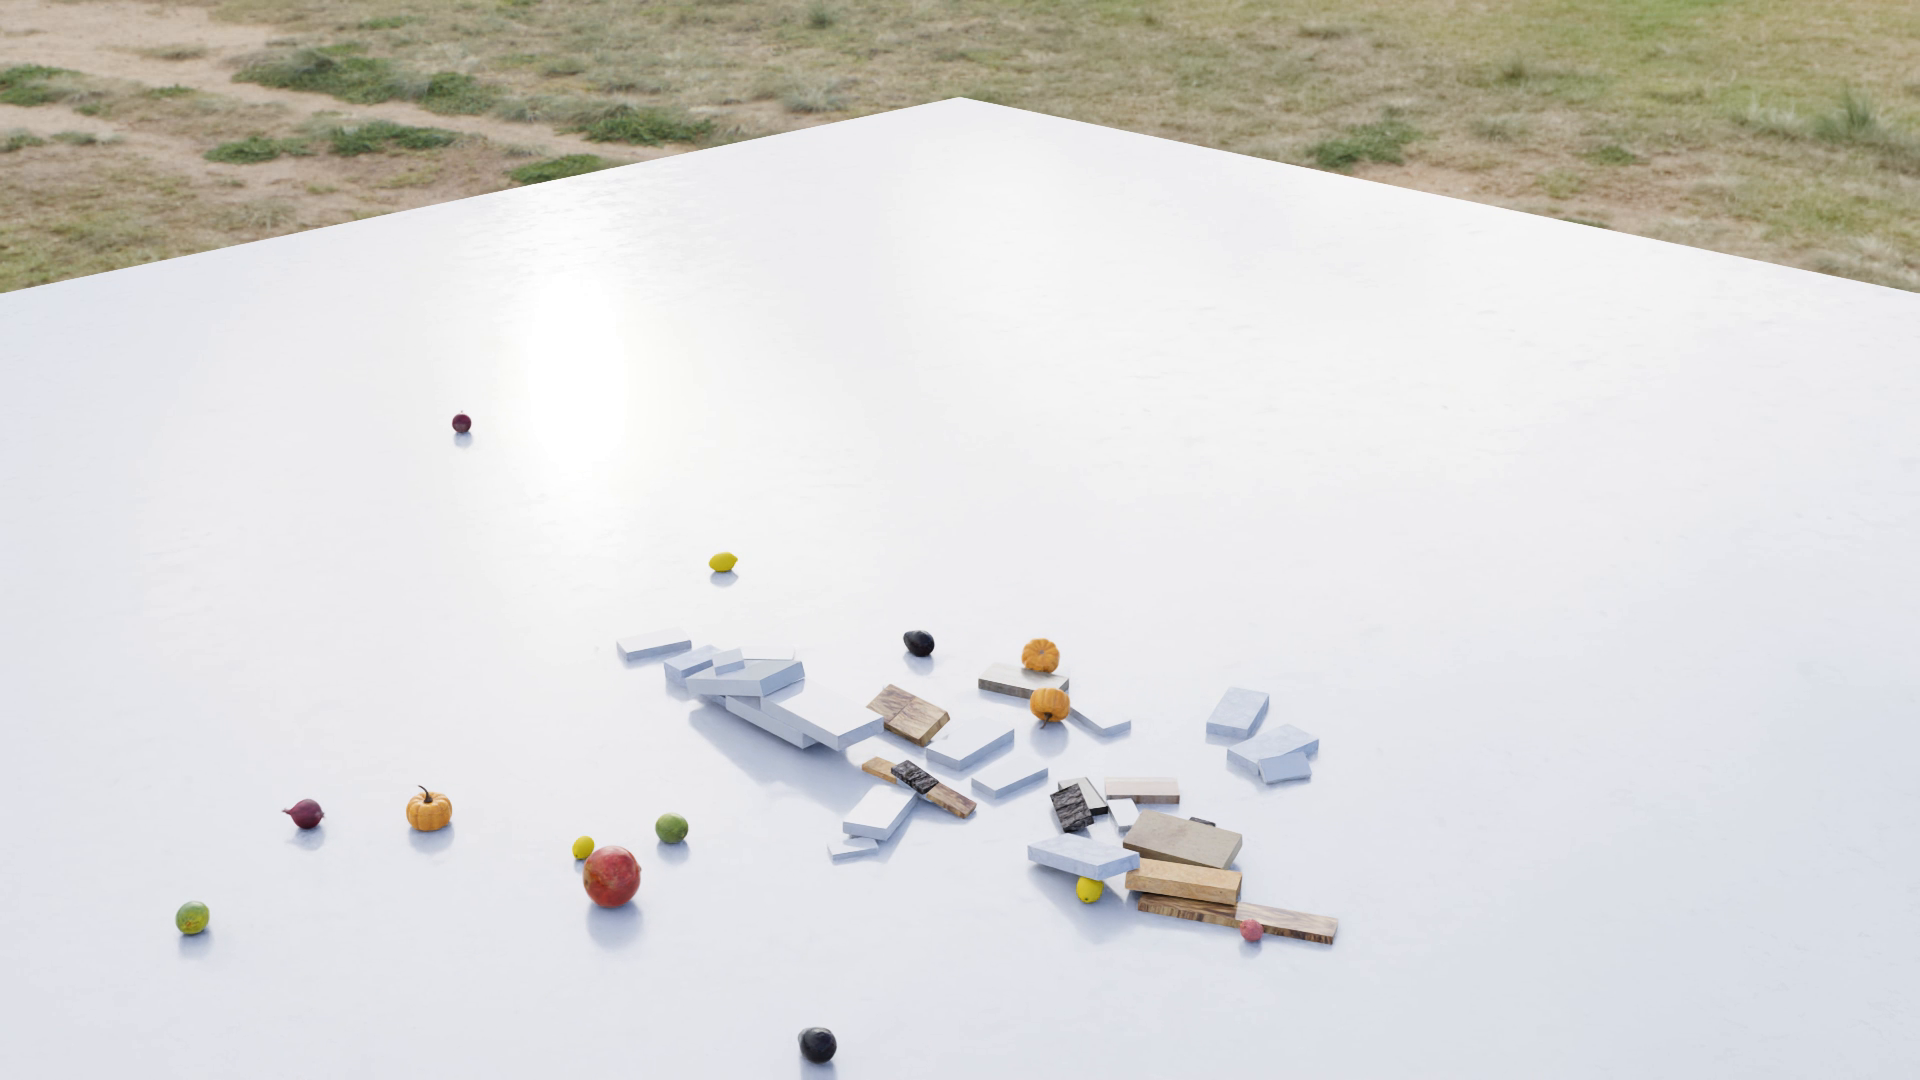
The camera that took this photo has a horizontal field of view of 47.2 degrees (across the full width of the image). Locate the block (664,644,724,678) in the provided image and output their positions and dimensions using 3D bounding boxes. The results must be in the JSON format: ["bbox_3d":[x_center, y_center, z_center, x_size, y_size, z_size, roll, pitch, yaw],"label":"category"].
[{"bbox_3d":[-0.604,0.276,5.028,0.133,0.019,0.067,-20,30,-39],"label":"block"}]

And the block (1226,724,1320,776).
[{"bbox_3d":[0.666,0.445,4.679,0.184,0.026,0.092,-17,29,-35],"label":"block"}]

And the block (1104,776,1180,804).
[{"bbox_3d":[0.374,0.515,4.521,0.149,0.021,0.075,0,23,0],"label":"block"}]

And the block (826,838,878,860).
[{"bbox_3d":[-0.211,0.605,4.318,0.093,0.013,0.046,-7,24,-16],"label":"block"}]

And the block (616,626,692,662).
[{"bbox_3d":[-0.718,0.243,5.158,0.158,0.022,0.079,-11,25,-24],"label":"block"}]

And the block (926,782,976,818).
[{"bbox_3d":[-0.017,0.529,4.464,0.093,0.013,0.046,27,36,21],"label":"block"}]

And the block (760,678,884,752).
[{"bbox_3d":[-0.295,0.370,4.693,0.127,0.036,0.255,-21,30,-40],"label":"block"}]

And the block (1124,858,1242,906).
[{"bbox_3d":[0.425,0.646,4.168,0.209,0.030,0.104,7,11,13],"label":"block"}]

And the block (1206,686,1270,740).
[{"bbox_3d":[0.611,0.380,4.833,0.092,0.026,0.185,9,25,20],"label":"block"}]

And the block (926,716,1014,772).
[{"bbox_3d":[0.023,0.434,4.704,0.092,0.026,0.188,18,29,36],"label":"block"}]

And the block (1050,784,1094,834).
[{"bbox_3d":[0.225,0.541,4.428,0.063,0.018,0.127,-22,27,0],"label":"block"}]

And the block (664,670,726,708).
[{"bbox_3d":[-0.486,0.353,4.900,0.449,0.022,0.079,21,31,40],"label":"block"}]

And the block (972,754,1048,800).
[{"bbox_3d":[0.104,0.492,4.574,0.149,0.021,0.075,-19,30,-38],"label":"block"}]

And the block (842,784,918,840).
[{"bbox_3d":[-0.160,0.546,4.422,0.092,0.026,0.185,7,20,17],"label":"block"}]

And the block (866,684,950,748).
[{"bbox_3d":[-0.118,0.381,4.785,0.184,0.026,0.092,22,56,42],"label":"block"}]

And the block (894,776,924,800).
[{"bbox_3d":[-0.087,0.501,4.545,0.048,0.014,0.095,-18,37,-36],"label":"block"}]

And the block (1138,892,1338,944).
[{"bbox_3d":[0.517,0.697,4.094,0.365,0.018,0.063,7,24,17],"label":"block"}]

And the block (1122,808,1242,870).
[{"bbox_3d":[0.435,0.593,4.297,0.209,0.030,0.104,12,38,26],"label":"block"}]

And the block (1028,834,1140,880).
[{"bbox_3d":[0.236,0.607,4.217,0.104,0.030,0.209,-11,11,-36],"label":"block"}]

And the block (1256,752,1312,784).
[{"bbox_3d":[0.677,0.476,4.587,0.104,0.015,0.052,-8,58,-17],"label":"block"}]

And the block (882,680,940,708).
[{"bbox_3d":[-0.106,0.359,4.887,0.079,0.022,0.158,-9,25,-21],"label":"block"}]

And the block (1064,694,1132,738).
[{"bbox_3d":[0.301,0.385,4.827,0.075,0.021,0.149,-14,27,-29],"label":"block"}]

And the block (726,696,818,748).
[{"bbox_3d":[-0.378,0.373,4.778,0.127,0.036,0.255,-21,31,-40],"label":"block"}]

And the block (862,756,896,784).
[{"bbox_3d":[-0.155,0.482,4.607,0.095,0.014,0.048,18,29,36],"label":"block"}]

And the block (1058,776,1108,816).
[{"bbox_3d":[0.251,0.526,4.498,0.063,0.018,0.127,-7,24,-16],"label":"block"}]

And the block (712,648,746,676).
[{"bbox_3d":[-0.518,0.271,4.914,0.067,0.019,0.133,-14,11,-6],"label":"block"}]

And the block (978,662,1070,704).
[{"bbox_3d":[0.144,0.323,4.966,0.184,0.026,0.092,11,25,23],"label":"block"}]

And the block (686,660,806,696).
[{"bbox_3d":[-0.474,0.303,4.847,0.255,0.036,0.127,-2,15,45],"label":"block"}]

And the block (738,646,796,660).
[{"bbox_3d":[-0.452,0.270,5.101,0.133,0.019,0.067,1,23,2],"label":"block"}]

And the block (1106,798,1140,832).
[{"bbox_3d":[0.333,0.555,4.434,0.052,0.015,0.104,-4,23,-9],"label":"block"}]

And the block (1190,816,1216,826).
[{"bbox_3d":[0.462,0.585,4.364,0.052,0.015,0.104,13,26,27],"label":"block"}]

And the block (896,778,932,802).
[{"bbox_3d":[-0.080,0.504,4.513,0.093,0.013,0.046,26,35,31],"label":"block"}]

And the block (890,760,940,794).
[{"bbox_3d":[-0.092,0.487,4.515,0.048,0.014,0.095,-22,40,-40],"label":"block"}]
